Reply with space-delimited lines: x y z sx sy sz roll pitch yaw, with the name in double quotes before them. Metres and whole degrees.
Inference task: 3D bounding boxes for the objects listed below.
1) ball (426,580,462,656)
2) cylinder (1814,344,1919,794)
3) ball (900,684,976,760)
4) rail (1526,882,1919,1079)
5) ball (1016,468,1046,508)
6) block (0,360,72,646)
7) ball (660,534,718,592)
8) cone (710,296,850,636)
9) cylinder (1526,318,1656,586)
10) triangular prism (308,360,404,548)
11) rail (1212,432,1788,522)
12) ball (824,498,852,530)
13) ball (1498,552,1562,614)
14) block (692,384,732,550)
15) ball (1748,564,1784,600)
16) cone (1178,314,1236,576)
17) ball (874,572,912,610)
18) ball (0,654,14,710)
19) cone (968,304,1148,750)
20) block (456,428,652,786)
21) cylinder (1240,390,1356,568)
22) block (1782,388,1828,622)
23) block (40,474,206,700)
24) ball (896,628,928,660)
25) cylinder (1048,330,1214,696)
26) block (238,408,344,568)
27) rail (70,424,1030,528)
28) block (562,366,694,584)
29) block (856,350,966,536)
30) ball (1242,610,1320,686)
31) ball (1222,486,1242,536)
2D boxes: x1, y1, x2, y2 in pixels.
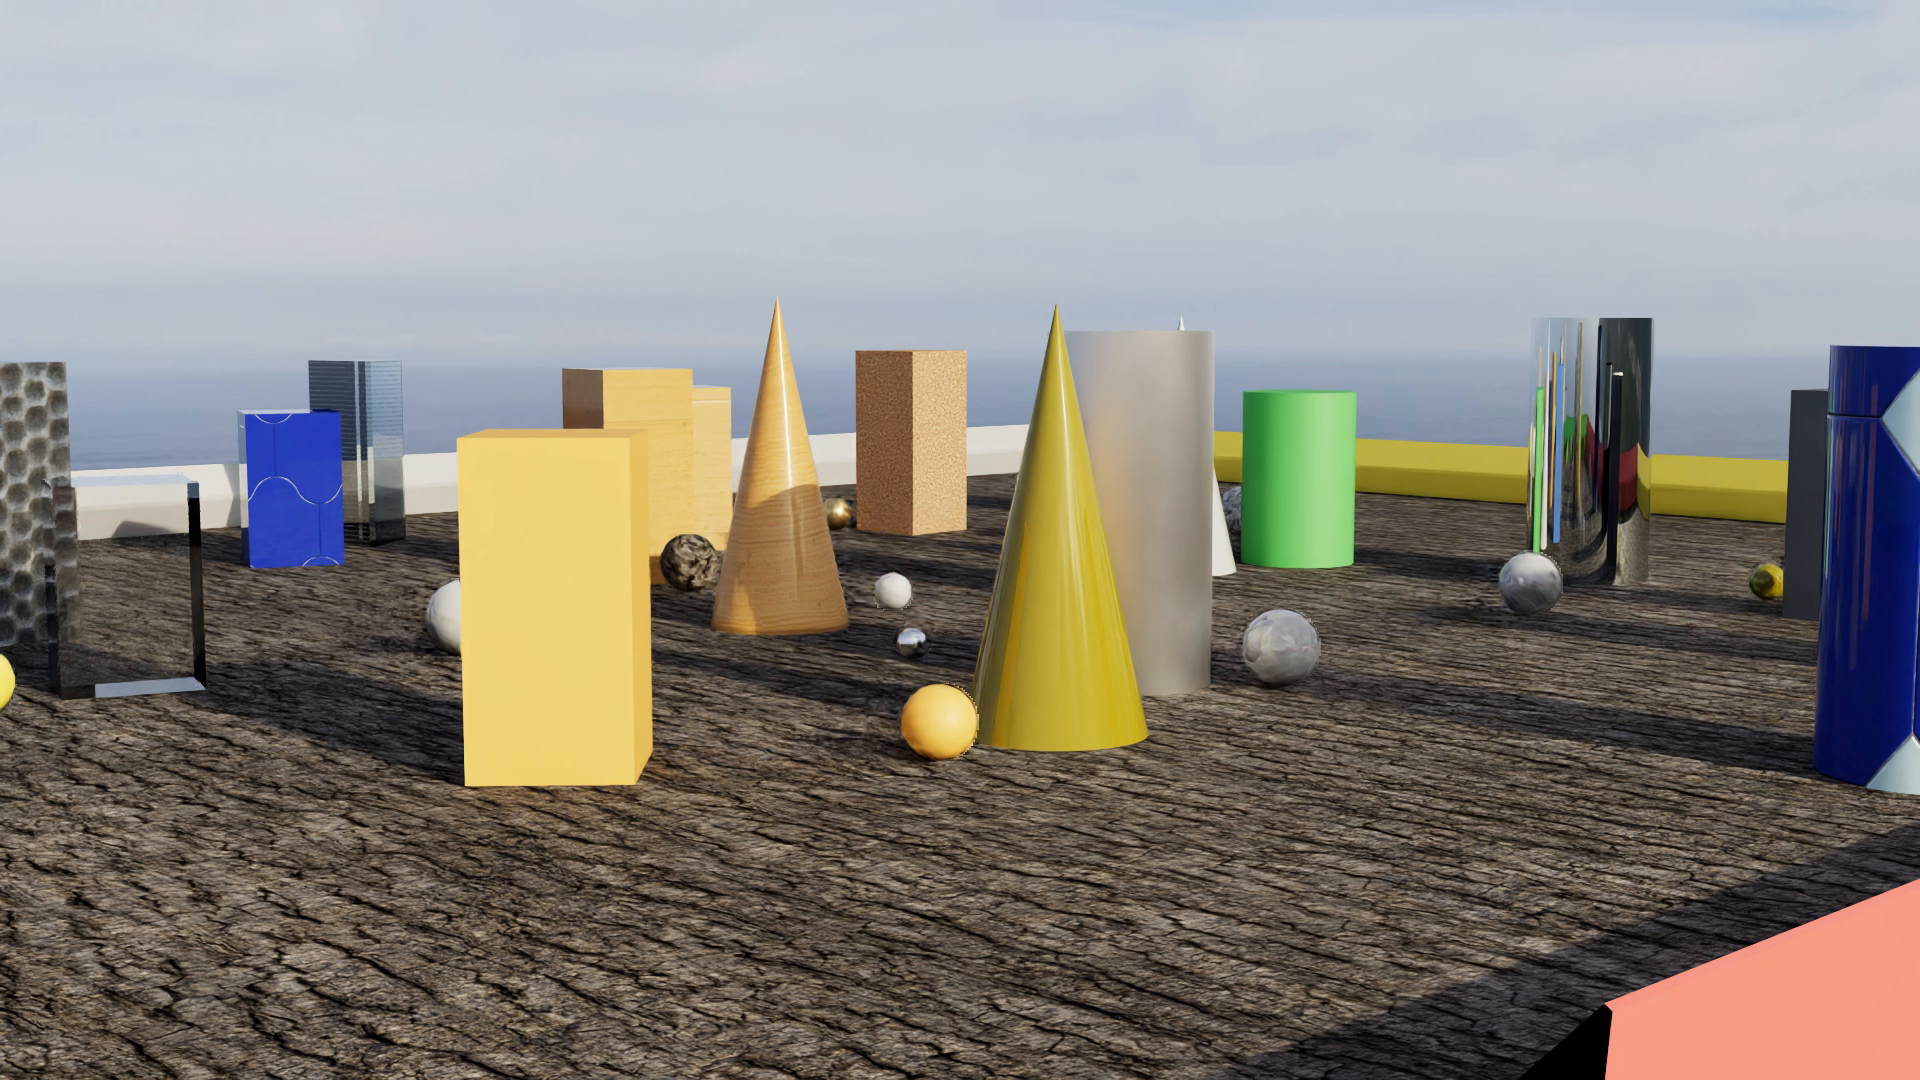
"ball" -0.642 0.100 2.850 0.098 0.098 0.098 0 6 0
"cylinder" 0.928 0.021 2.098 0.199 0.412 0.199 0 6 0
"ball" -0.021 0.181 2.186 0.075 0.075 0.075 0 6 0
"rail" 1.286 0.178 1.946 4.319 0.129 0.045 -5 8 -42
"ball" 0.172 -0.119 4.999 0.090 0.090 0.090 0 6 0
"block" -1.328 -0.053 2.989 0.159 0.375 0.159 2 6 20
"ball" -0.431 0.036 3.498 0.092 0.092 0.092 0 6 0
"cone" -0.256 -0.111 3.102 0.199 0.467 0.199 0 6 0
"cylinder" 1.047 -0.152 3.655 0.199 0.433 0.199 0 6 0
"triangular prism" -1.136 -0.172 4.246 0.172 0.350 0.149 4 7 35
"rail" 1.570 -0.117 4.772 0.045 0.129 3.839 -5 8 -42
"ball" -0.254 -0.053 4.475 0.067 0.067 0.067 0 6 0
"ball" 0.838 0.064 3.236 0.090 0.090 0.090 0 6 0
"block" -0.533 -0.137 4.146 0.159 0.303 0.159 -3 7 -26
"ball" 1.250 0.064 3.403 0.056 0.056 0.056 0 6 0
"cone" 0.377 -0.167 3.767 0.199 0.439 0.199 0 6 0
"ball" -0.100 0.077 3.280 0.056 0.056 0.056 0 6 0
"ball" -1.078 0.156 2.407 0.080 0.080 0.080 0 6 0
"cone" 0.100 -0.022 2.307 0.199 0.454 0.199 0 6 0
"block" -0.389 0.060 2.132 0.159 0.327 0.159 0 6 -2
"cylinder" 0.600 -0.112 3.900 0.199 0.303 0.199 0 6 0
"block" 1.309 -0.051 3.176 0.159 0.331 0.159 -5 8 -41
"block" -0.996 0.051 2.615 0.159 0.245 0.159 -3 7 -27
"ball" -0.062 0.133 2.816 0.041 0.041 0.041 0 6 0
"cylinder" 0.202 -0.039 2.629 0.199 0.421 0.199 0 6 0
"block" -1.188 -0.094 3.903 0.159 0.267 0.159 -2 6 -23
"rail" -1.286 -0.111 4.718 4.319 0.129 0.045 -5 8 -42
"block" -0.548 -0.108 3.632 0.159 0.350 0.159 -4 7 -34
"block" -0.099 -0.202 4.470 0.159 0.364 0.159 5 8 42
"ball" 0.382 0.128 2.621 0.091 0.091 0.091 0 6 0
"ball" 0.560 -0.058 4.360 0.099 0.099 0.099 0 6 0
